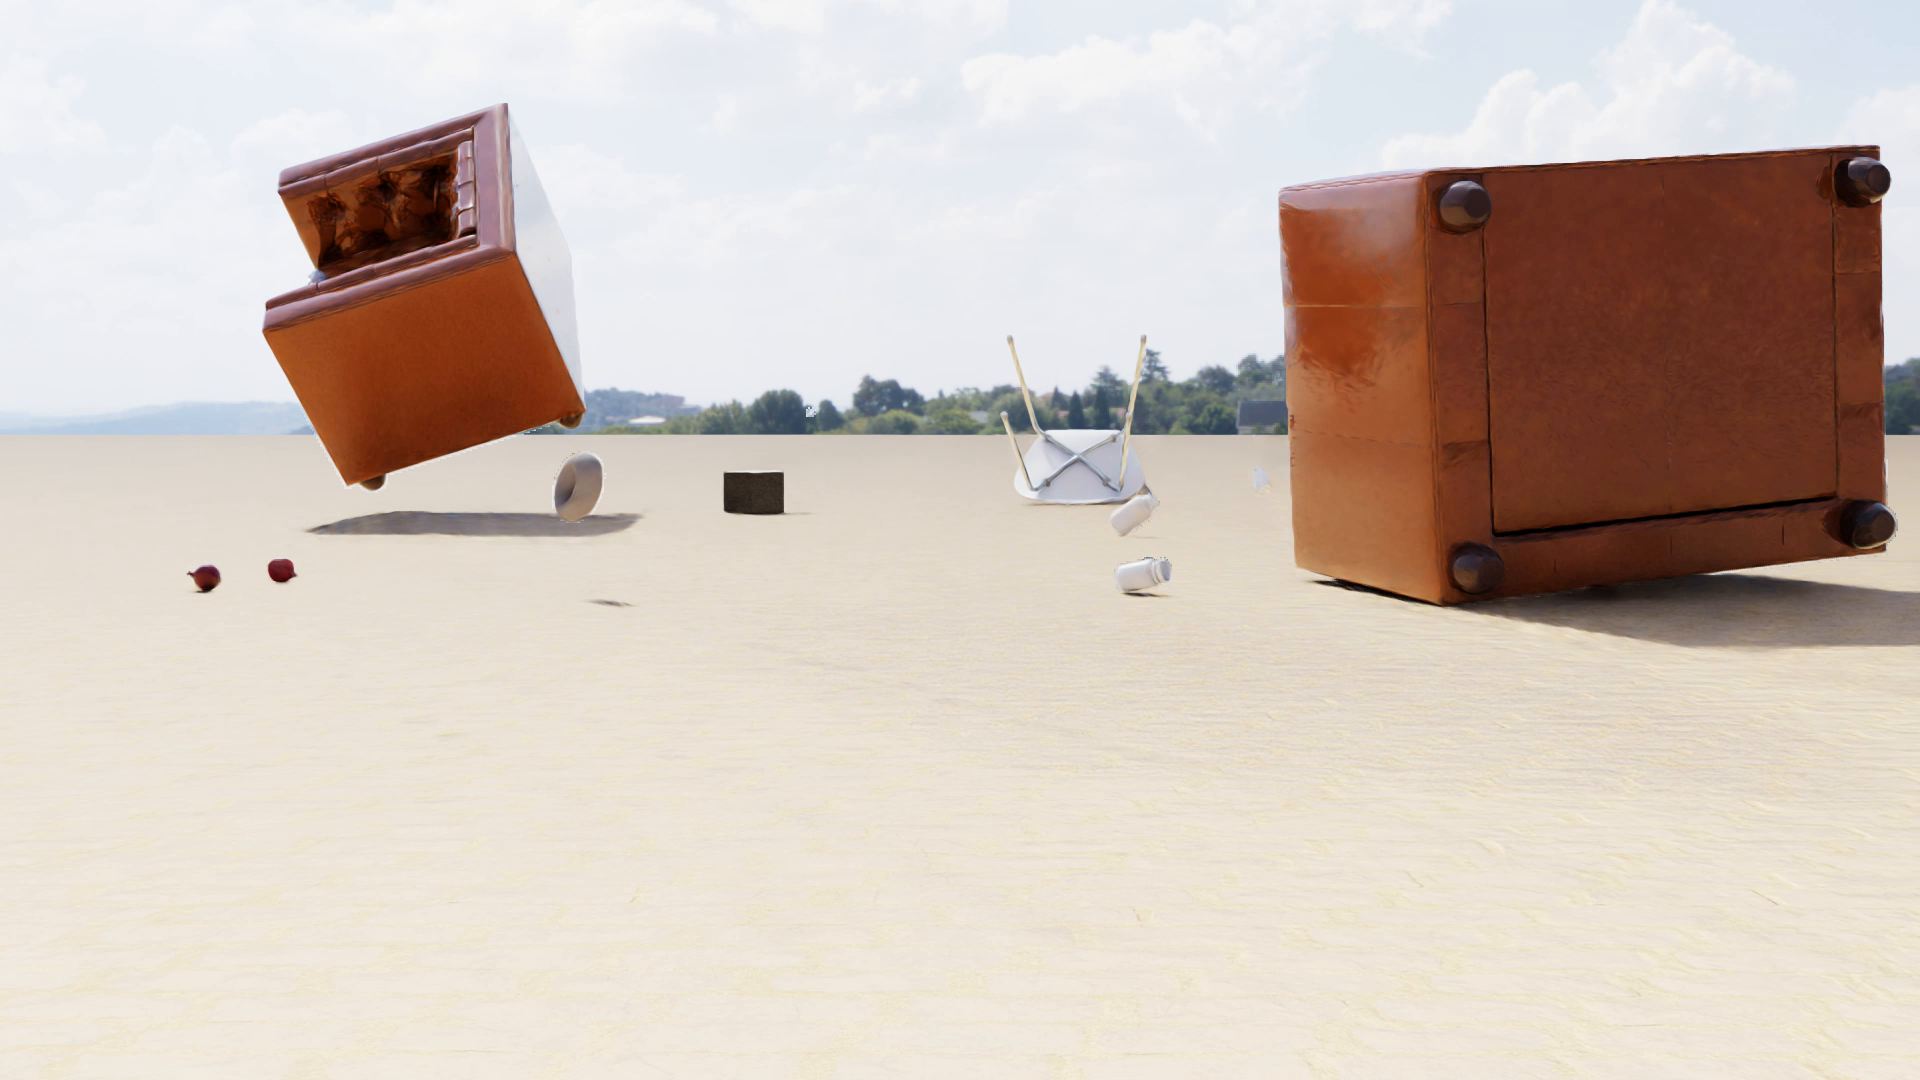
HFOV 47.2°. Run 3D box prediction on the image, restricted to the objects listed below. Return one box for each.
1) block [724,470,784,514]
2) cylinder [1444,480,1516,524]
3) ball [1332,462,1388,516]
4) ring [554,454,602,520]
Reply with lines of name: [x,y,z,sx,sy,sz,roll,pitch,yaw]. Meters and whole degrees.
block: [-0.750,-0.174,8.000,0.135,0.148,0.175,3,5,37]
cylinder: [1.758,-0.132,7.434,0.180,0.122,0.186,-4,36,-45]
ball: [1.407,-0.178,7.733,0.193,0.193,0.193,0,4,0]
ring: [-0.830,-0.115,4.780,0.059,0.126,0.170,6,-44,-35]
